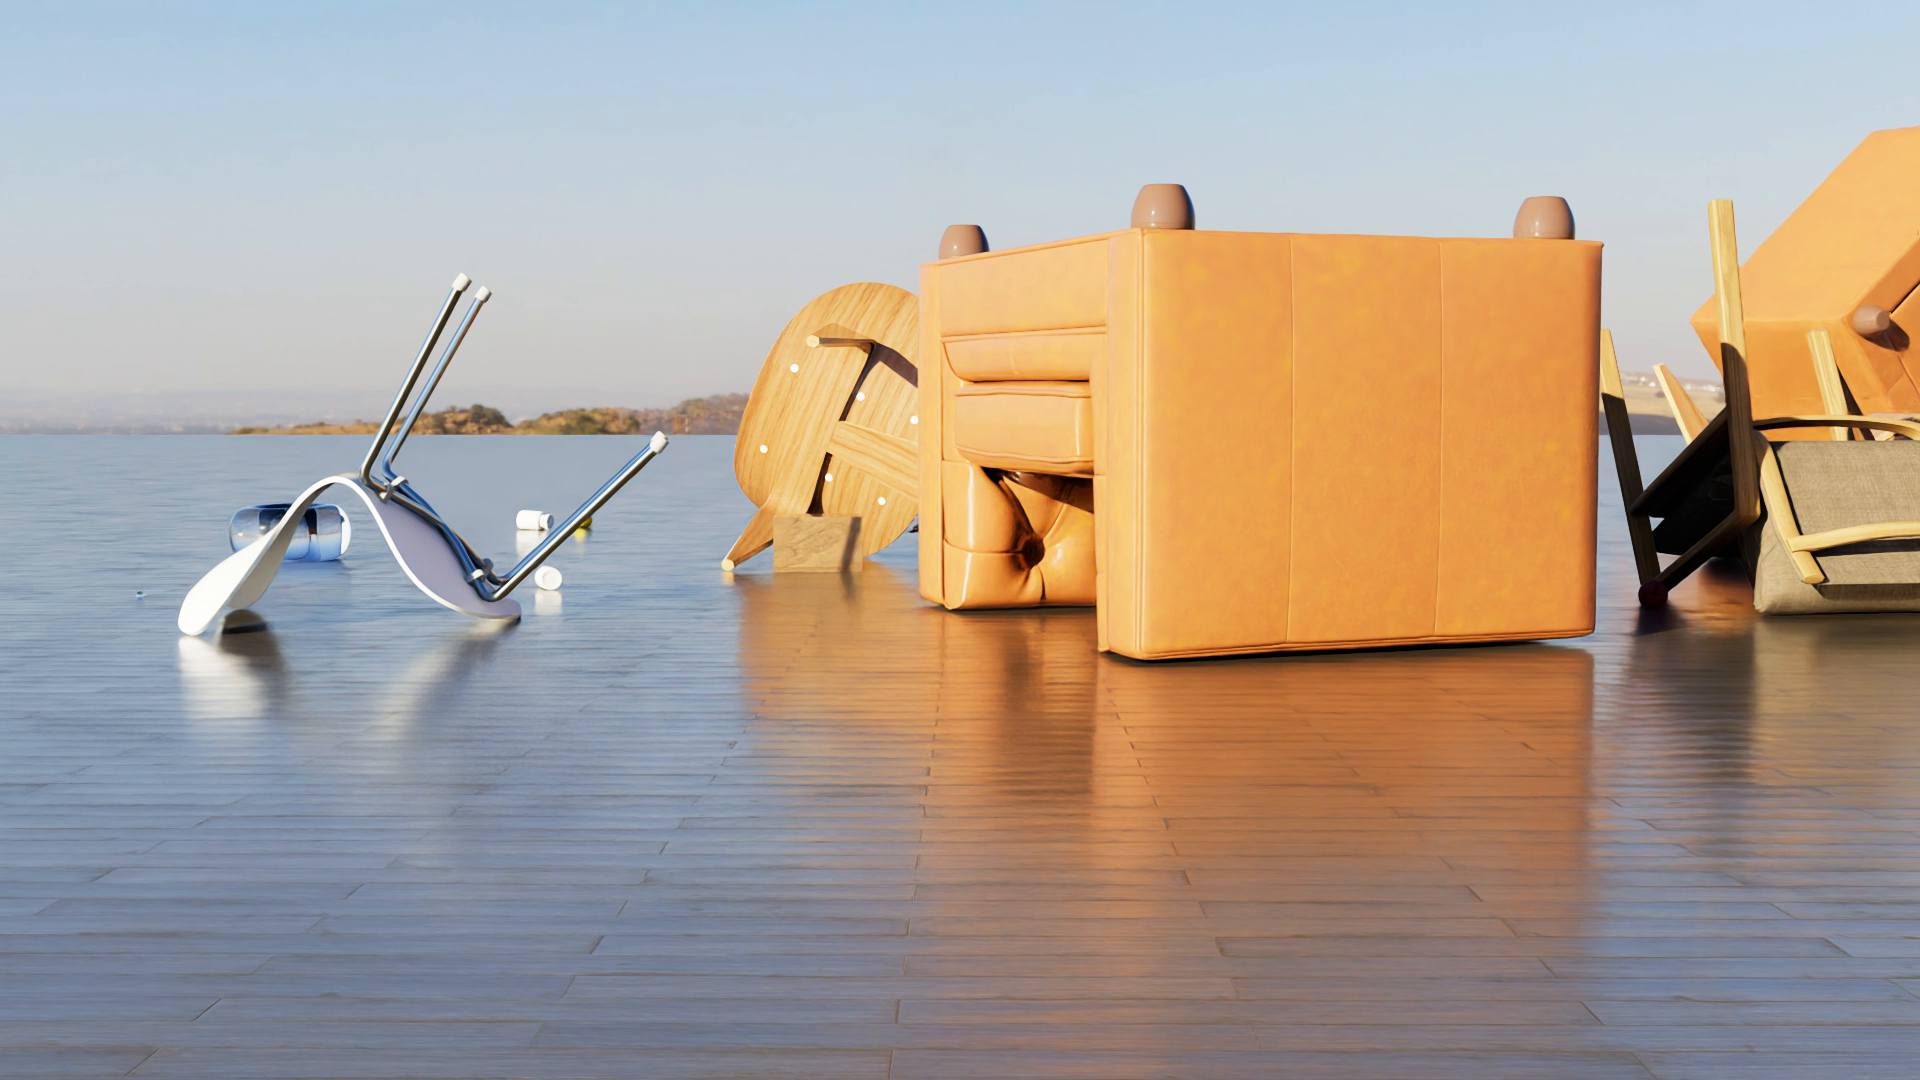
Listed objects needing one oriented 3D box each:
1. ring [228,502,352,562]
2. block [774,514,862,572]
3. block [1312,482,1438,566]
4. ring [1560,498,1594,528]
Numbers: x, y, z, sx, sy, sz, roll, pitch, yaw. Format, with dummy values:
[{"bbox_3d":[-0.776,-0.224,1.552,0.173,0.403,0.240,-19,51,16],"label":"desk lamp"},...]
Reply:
[{"bbox_3d":[-1.762,-0.019,5.784,0.314,0.145,0.280,-1,5,5],"label":"ring"},{"bbox_3d":[-0.354,0.006,5.480,0.218,0.135,0.143,0,4,-3],"label":"block"},{"bbox_3d":[1.078,-0.043,5.726,0.176,0.199,0.276,-2,5,-32],"label":"block"},{"bbox_3d":[2.007,-0.088,7.153,0.098,0.059,0.124,-42,28,3],"label":"ring"}]
